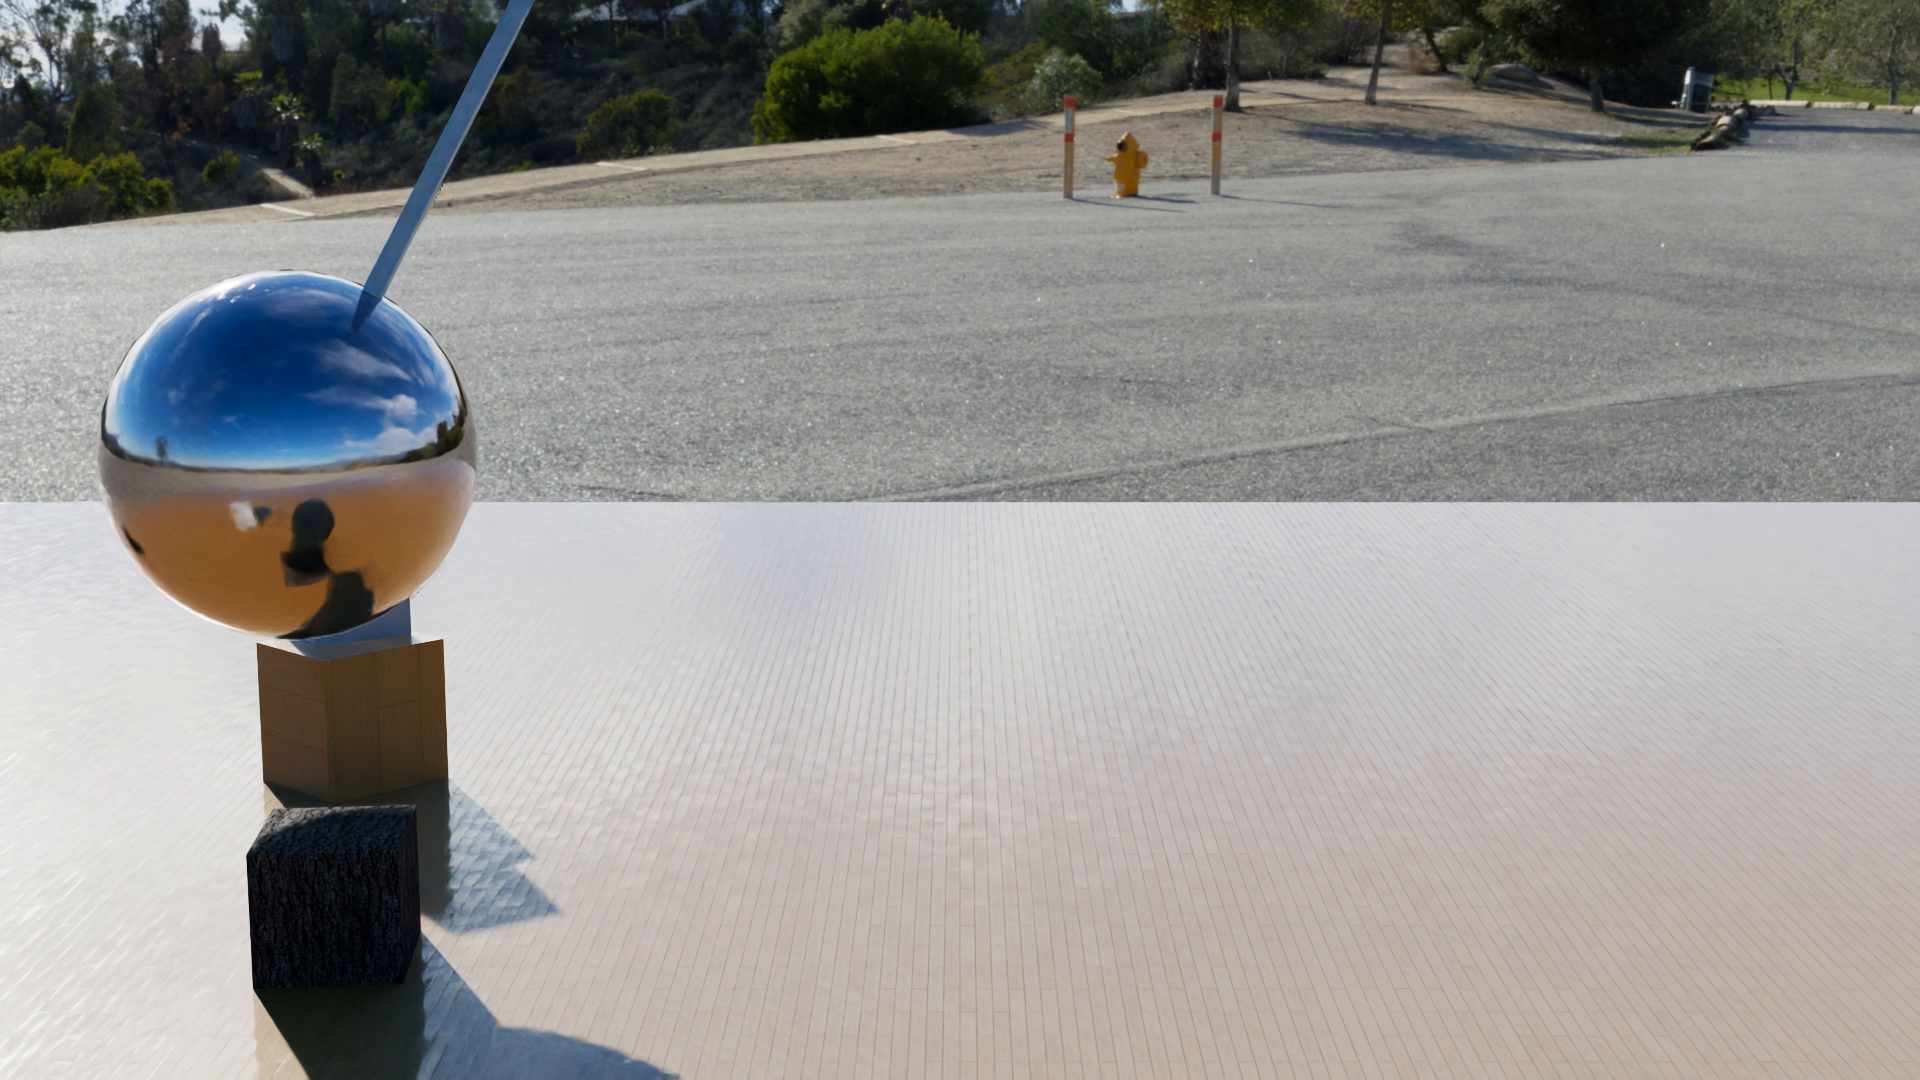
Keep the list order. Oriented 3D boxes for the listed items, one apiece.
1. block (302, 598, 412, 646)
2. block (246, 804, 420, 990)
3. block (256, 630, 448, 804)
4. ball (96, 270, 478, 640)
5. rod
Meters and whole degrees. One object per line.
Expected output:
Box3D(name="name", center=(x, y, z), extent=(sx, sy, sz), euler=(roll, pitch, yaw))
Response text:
Box3D(name="block", center=(-3.136, 0.237, 12.987), extent=(0.506, 0.455, 0.555), euler=(-7, 13, -35))
Box3D(name="block", center=(-2.493, 1.417, 10.263), extent=(0.576, 0.540, 0.641), euler=(-1, 10, -6))
Box3D(name="block", center=(-3.044, 0.854, 12.869), extent=(0.604, 0.716, 0.693), euler=(10, 14, 43))
Box3D(name="ball", center=(-2.901, -0.368, 11.113), extent=(1.600, 1.600, 1.600), euler=(0, 10, 0))
Box3D(name="rod", center=(-1.257, -3.296, 10.581), extent=(0.080, 5.200, 0.080), euler=(29, 9, -5))
